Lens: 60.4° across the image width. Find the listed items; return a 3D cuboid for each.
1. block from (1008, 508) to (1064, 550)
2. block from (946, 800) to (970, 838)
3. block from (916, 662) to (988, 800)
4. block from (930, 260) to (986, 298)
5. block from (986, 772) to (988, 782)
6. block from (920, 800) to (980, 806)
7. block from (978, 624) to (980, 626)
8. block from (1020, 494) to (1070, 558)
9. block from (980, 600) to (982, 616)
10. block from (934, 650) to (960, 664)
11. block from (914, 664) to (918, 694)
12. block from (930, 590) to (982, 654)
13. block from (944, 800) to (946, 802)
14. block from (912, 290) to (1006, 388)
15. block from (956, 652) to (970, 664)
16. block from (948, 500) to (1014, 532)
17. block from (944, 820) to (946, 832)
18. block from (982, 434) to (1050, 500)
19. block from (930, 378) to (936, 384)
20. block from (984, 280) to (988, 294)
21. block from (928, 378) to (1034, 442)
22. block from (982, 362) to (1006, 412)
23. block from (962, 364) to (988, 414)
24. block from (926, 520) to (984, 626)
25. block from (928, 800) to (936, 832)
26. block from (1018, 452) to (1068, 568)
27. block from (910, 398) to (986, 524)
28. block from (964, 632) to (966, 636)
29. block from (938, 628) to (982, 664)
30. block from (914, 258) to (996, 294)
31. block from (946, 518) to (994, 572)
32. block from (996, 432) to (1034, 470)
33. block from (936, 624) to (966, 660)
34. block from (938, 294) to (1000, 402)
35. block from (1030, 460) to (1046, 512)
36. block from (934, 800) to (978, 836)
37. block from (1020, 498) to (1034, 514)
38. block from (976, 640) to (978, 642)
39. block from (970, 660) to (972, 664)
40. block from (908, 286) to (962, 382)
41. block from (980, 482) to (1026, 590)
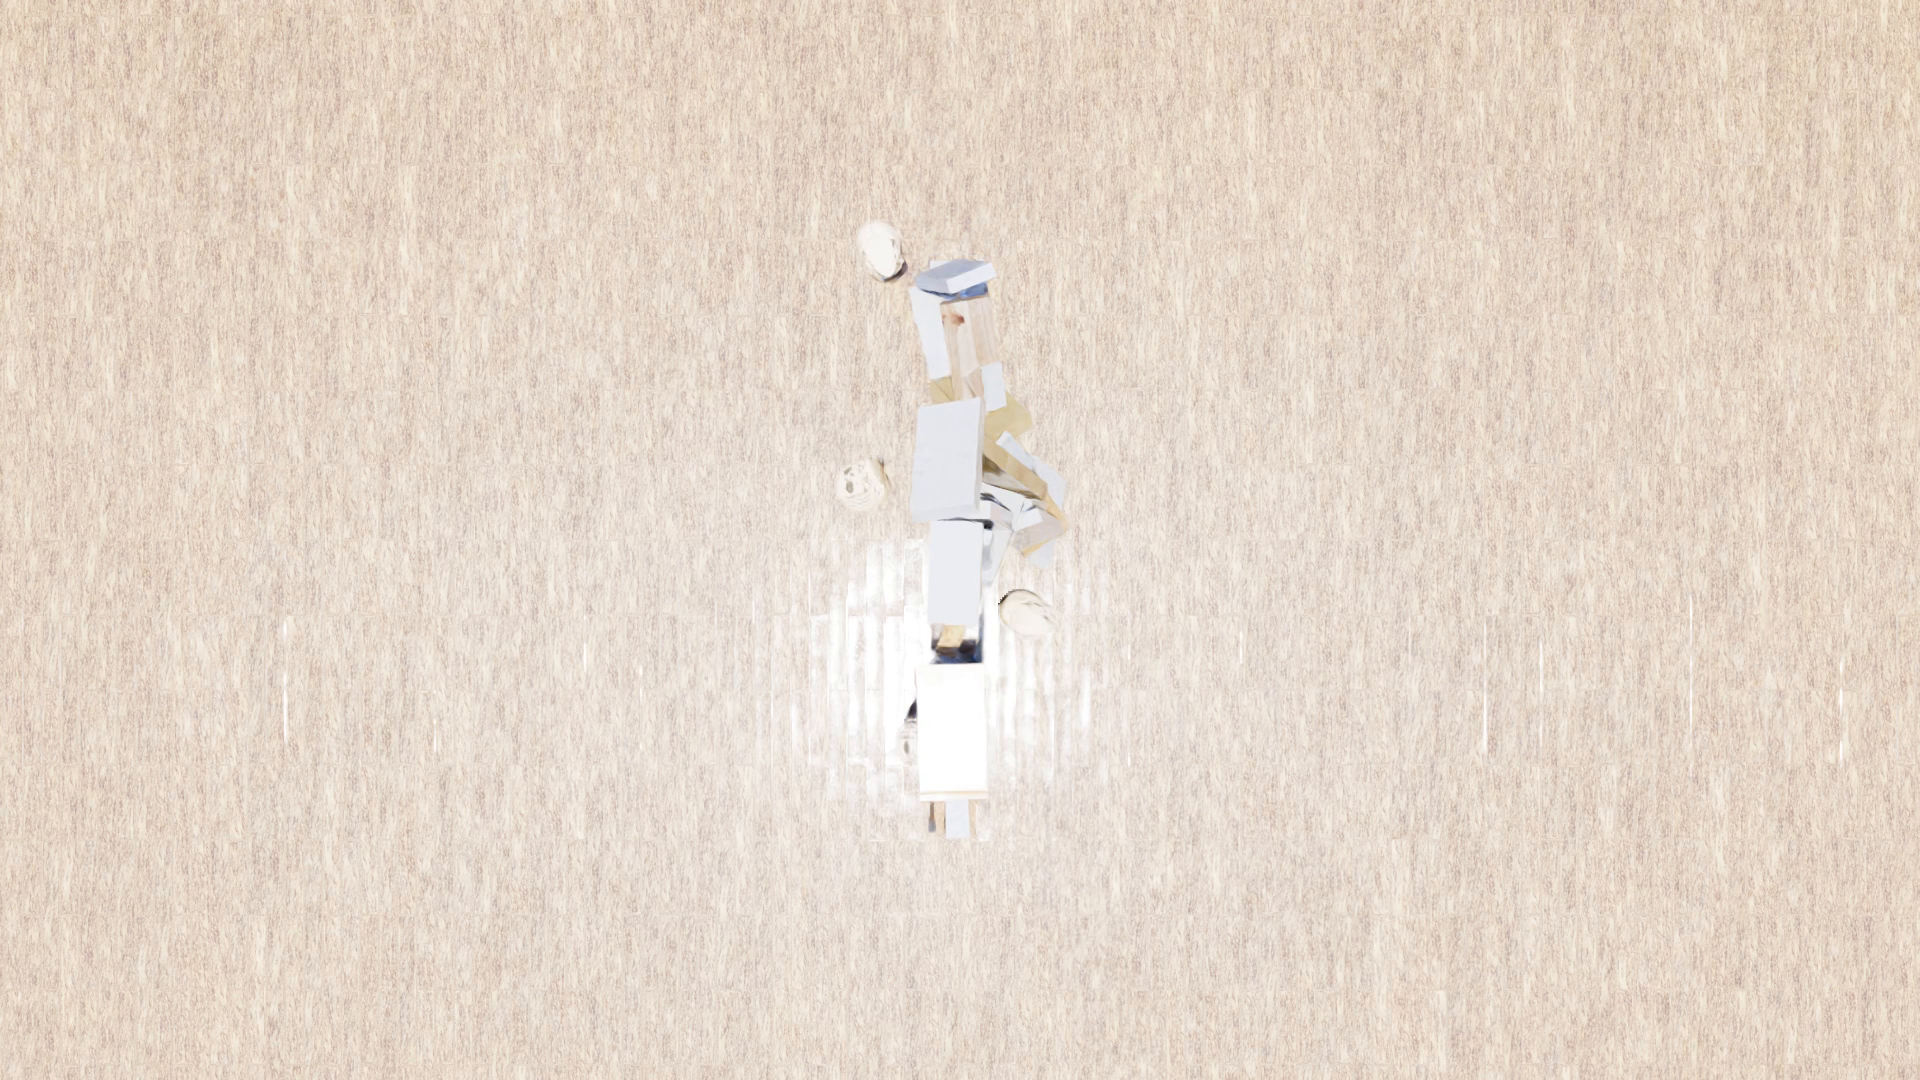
[{"bbox_3d":[0.197,-0.030,4.751,0.147,0.293,0.042,-20,78,13],"label":"block"},{"bbox_3d":[-0.008,0.727,4.380,0.063,0.018,0.126,-1,89,-2],"label":"block"},{"bbox_3d":[-0.020,0.482,4.157,0.169,0.048,0.338,-1,89,-1],"label":"block"},{"bbox_3d":[-0.003,-0.701,5.142,0.166,0.047,0.332,-2,91,0],"label":"block"},{"bbox_3d":[-0.017,0.600,4.348,0.169,0.338,0.048,-5,90,-1],"label":"block"},{"bbox_3d":[-0.023,0.591,4.801,0.174,0.049,0.348,2,90,1],"label":"block"},{"bbox_3d":[0.003,0.239,5.155,0.115,0.449,0.033,2,90,0],"label":"block"},{"bbox_3d":[0.166,-0.132,4.940,0.166,0.047,0.332,-36,97,-3],"label":"block"},{"bbox_3d":[-0.007,0.178,4.400,0.130,0.404,0.037,5,86,1],"label":"block"},{"bbox_3d":[-0.034,0.315,4.544,0.056,0.112,0.016,-41,61,-13],"label":"block"},{"bbox_3d":[-0.030,0.389,4.386,0.169,0.400,0.048,3,77,1],"label":"block"},{"bbox_3d":[-0.007,0.185,4.621,0.128,0.036,0.257,6,91,0],"label":"block"},{"bbox_3d":[-0.016,0.686,4.452,0.063,0.126,0.018,-8,91,-1],"label":"block"},{"bbox_3d":[0.007,-0.538,4.933,0.172,0.049,0.477,-20,58,0],"label":"block"},{"bbox_3d":[-0.013,0.353,4.806,0.086,0.394,0.024,-4,103,1],"label":"block"},{"bbox_3d":[0.028,-0.067,4.309,0.167,0.334,0.047,4,86,12],"label":"block"},{"bbox_3d":[-0.012,0.770,4.451,0.063,0.126,0.018,-11,91,-2],"label":"block"},{"bbox_3d":[0.077,-0.203,4.441,0.167,0.434,0.047,11,79,29],"label":"block"},{"bbox_3d":[0.021,-0.400,5.173,0.166,0.550,0.047,-6,128,-6],"label":"block"},{"bbox_3d":[0.004,-0.784,5.332,0.166,0.332,0.047,0,82,0],"label":"block"},{"bbox_3d":[0.056,-0.380,4.715,0.172,0.344,0.049,-31,132,-7],"label":"block"},{"bbox_3d":[0.093,-0.425,4.572,0.063,0.018,0.126,-25,115,-41],"label":"block"},{"bbox_3d":[0.060,-0.419,4.602,0.063,0.018,0.126,-44,119,-28],"label":"block"},{"bbox_3d":[-0.012,0.081,4.164,0.130,0.037,0.261,3,95,7],"label":"block"},{"bbox_3d":[-0.028,0.779,4.664,0.113,0.227,0.032,0,96,1],"label":"block"},{"bbox_3d":[0.235,-0.094,5.124,0.166,0.047,0.332,36,47,-27],"label":"block"},{"bbox_3d":[-0.029,-0.204,4.178,0.167,0.047,0.334,-8,54,17],"label":"block"},{"bbox_3d":[-0.010,0.242,4.538,0.056,0.133,0.016,4,76,0],"label":"block"},{"bbox_3d":[-0.002,0.419,5.196,0.140,0.040,0.281,0,90,1],"label":"block"},{"bbox_3d":[-0.017,-0.743,4.640,0.140,0.281,0.040,-24,108,-14],"label":"block"},{"bbox_3d":[0.020,0.014,4.304,0.131,0.261,0.037,16,75,6],"label":"block"},{"bbox_3d":[0.150,-0.232,4.596,0.018,0.200,0.063,35,85,33],"label":"block"},{"bbox_3d":[-0.022,0.262,4.469,0.056,0.016,0.113,20,101,-3],"label":"block"},{"bbox_3d":[0.033,-0.536,4.614,0.140,0.040,0.281,-10,111,-3],"label":"block"},{"bbox_3d":[0.184,-0.144,4.836,0.103,0.029,0.206,-7,52,-6],"label":"block"},{"bbox_3d":[-0.017,0.696,4.532,0.113,0.032,0.227,-4,90,-1],"label":"block"},{"bbox_3d":[0.133,-0.149,4.704,0.103,0.029,0.206,-21,110,-5],"label":"block"},{"bbox_3d":[-0.011,0.262,4.770,0.128,0.256,0.036,3,92,0],"label":"block"},{"bbox_3d":[-0.006,0.368,5.098,0.077,0.154,0.022,-17,99,1],"label":"block"},{"bbox_3d":[-0.047,-0.617,4.808,0.140,0.040,0.281,-16,84,10],"label":"block"},{"bbox_3d":[0.063,-0.016,4.505,0.147,0.042,0.293,18,58,6],"label":"block"}]
